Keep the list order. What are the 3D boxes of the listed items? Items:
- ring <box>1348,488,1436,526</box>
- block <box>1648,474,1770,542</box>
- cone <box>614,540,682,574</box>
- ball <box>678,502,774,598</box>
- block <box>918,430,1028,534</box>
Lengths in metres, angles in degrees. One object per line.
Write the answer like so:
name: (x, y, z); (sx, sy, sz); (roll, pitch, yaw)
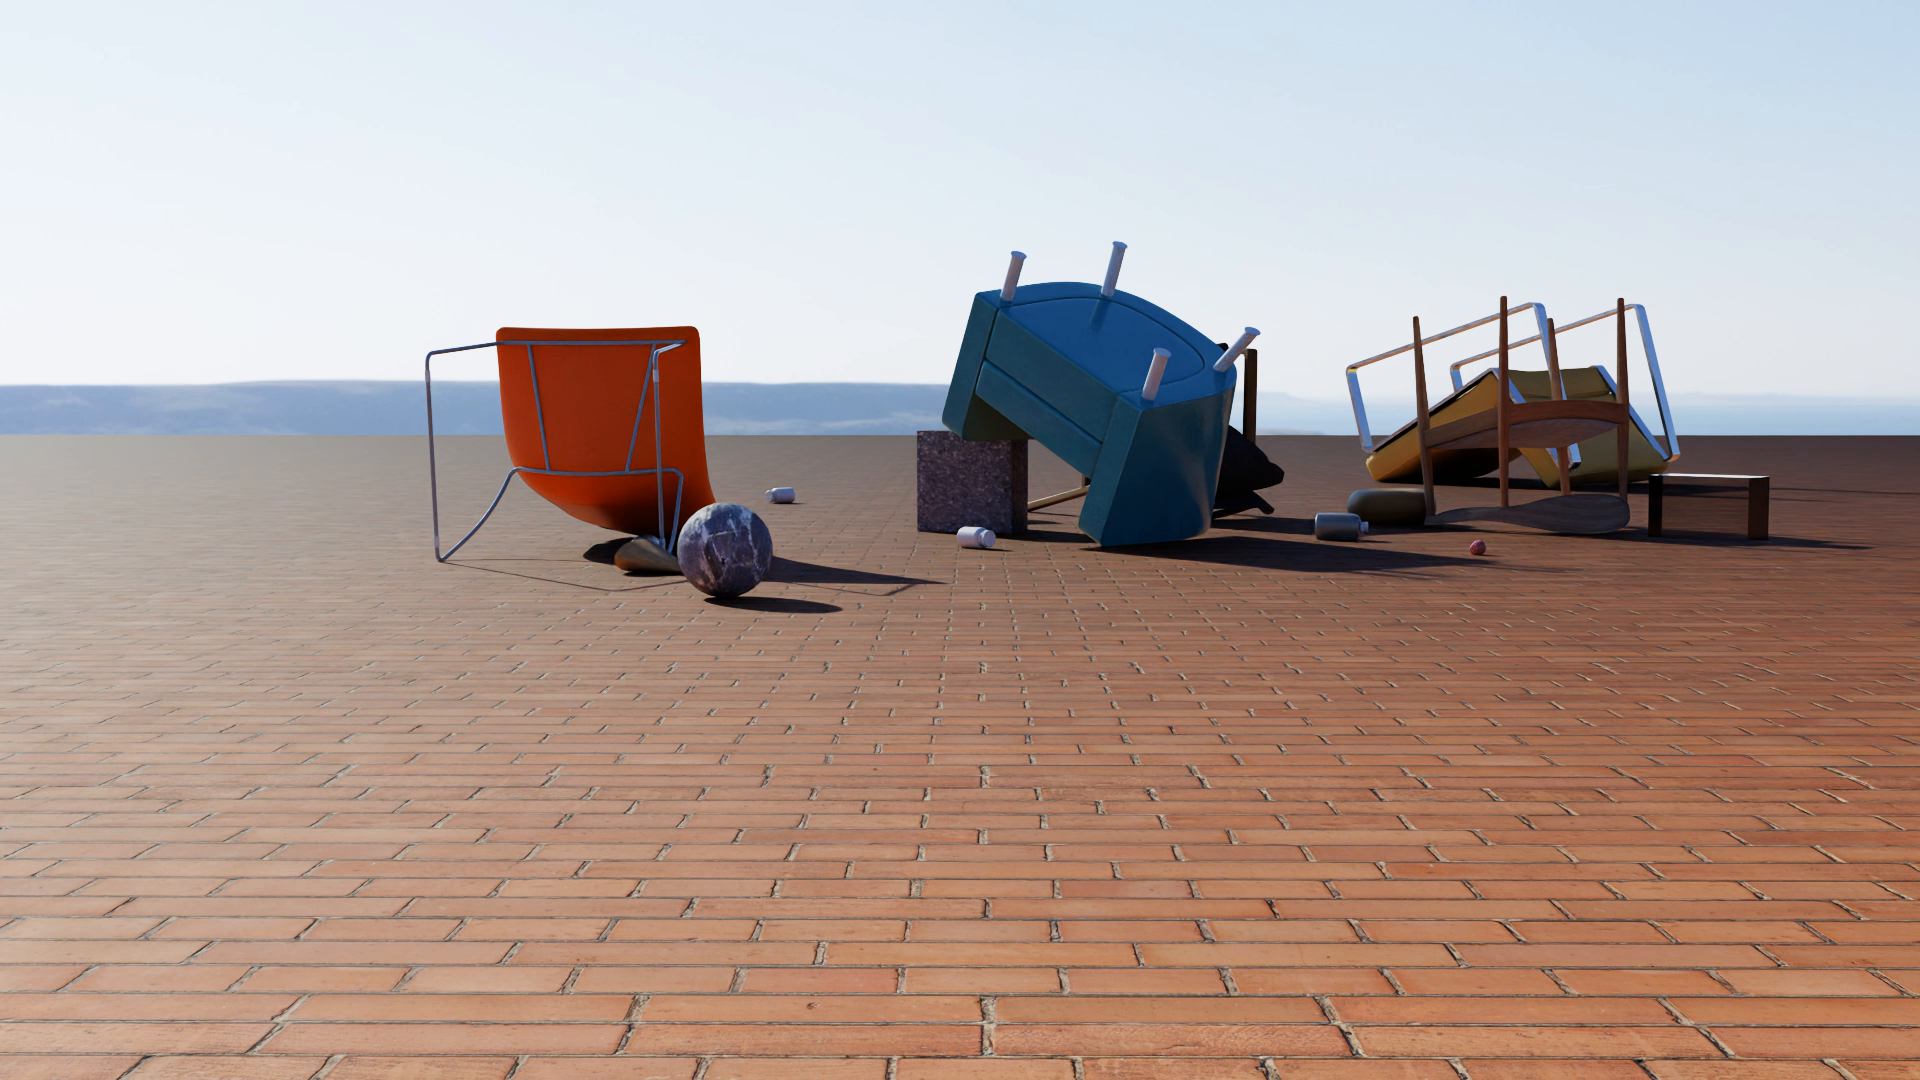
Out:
ring: (1.442, -0.112, 7.353); (0.264, 0.115, 0.320); (-4, 5, -36)
block: (2.237, -0.097, 6.575); (0.310, 0.190, 0.140); (4, 5, 44)
cone: (-0.711, 0.061, 5.372); (0.191, 0.082, 0.188); (15, 9, 25)
ball: (-0.505, 0.022, 4.731); (0.205, 0.205, 0.205); (0, 4, 0)
block: (0.041, -0.189, 6.984); (0.309, 0.317, 0.199); (1, 4, 17)
